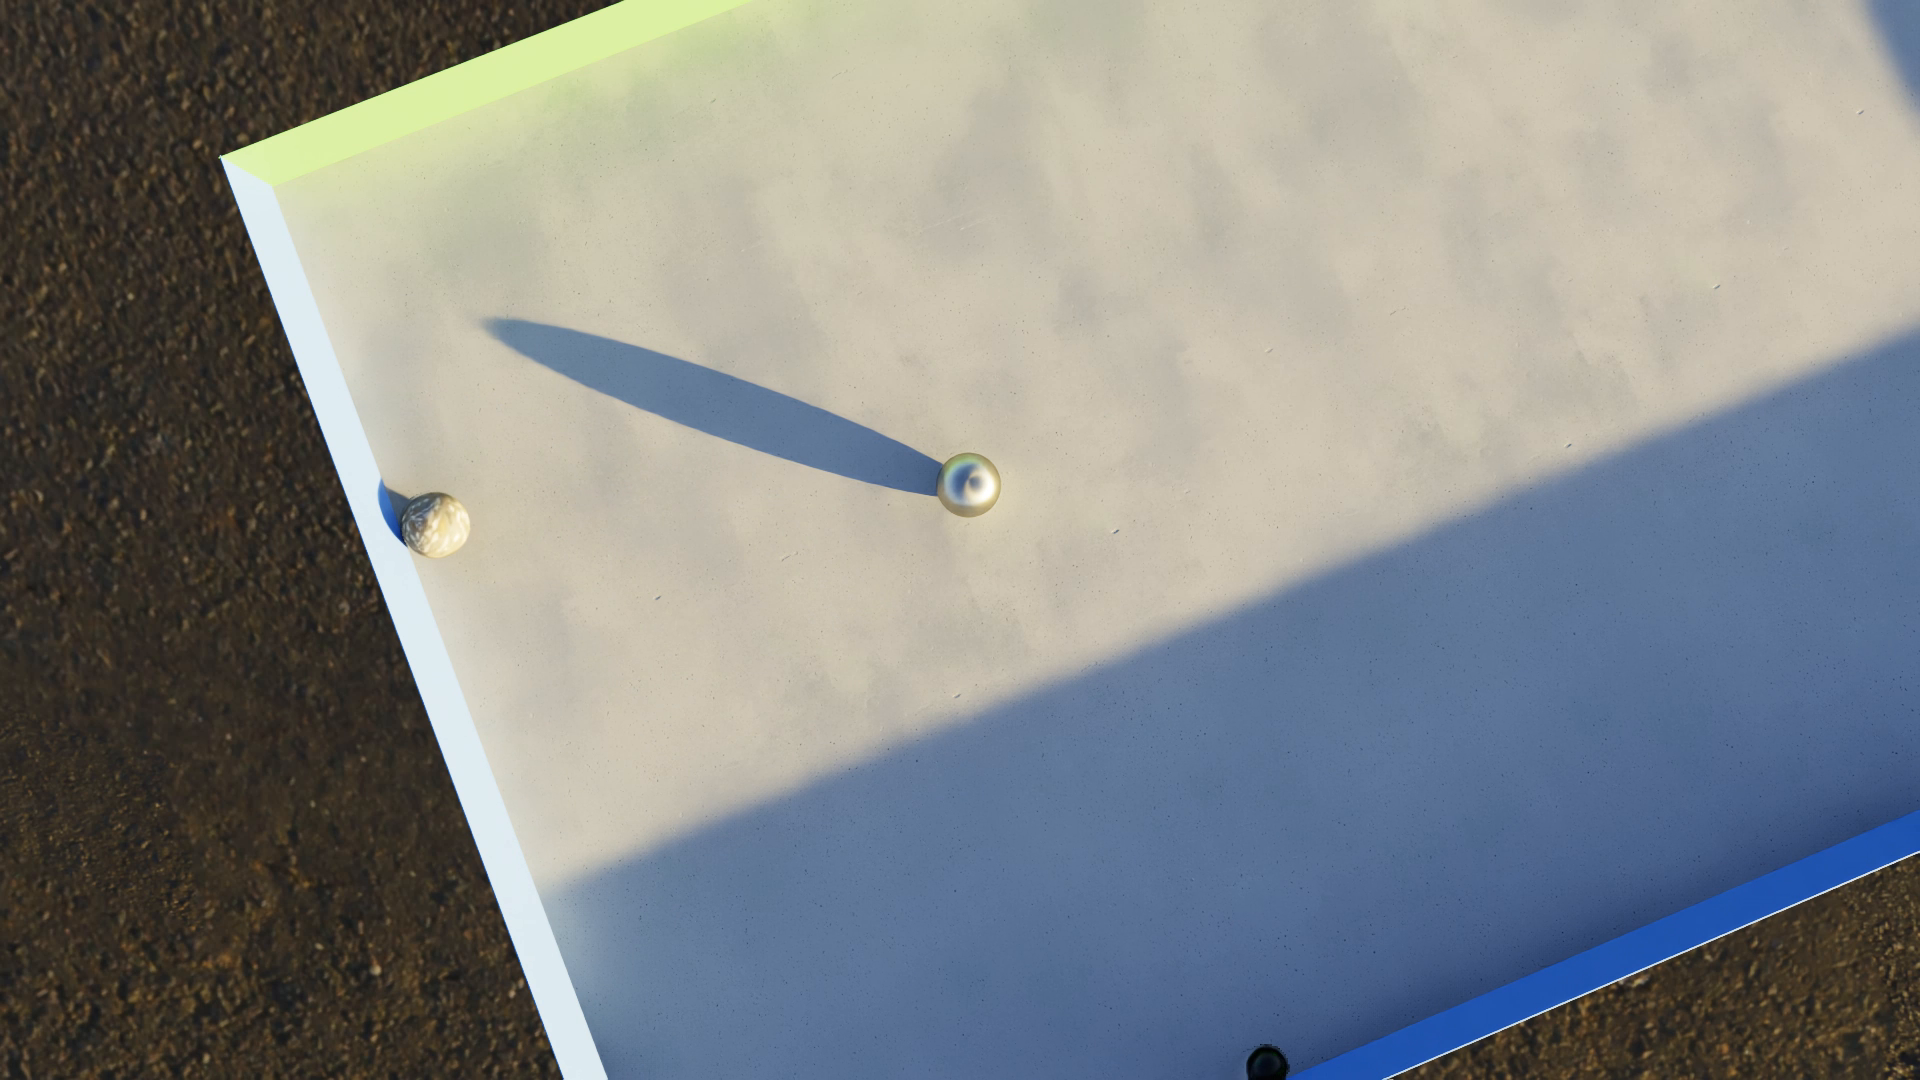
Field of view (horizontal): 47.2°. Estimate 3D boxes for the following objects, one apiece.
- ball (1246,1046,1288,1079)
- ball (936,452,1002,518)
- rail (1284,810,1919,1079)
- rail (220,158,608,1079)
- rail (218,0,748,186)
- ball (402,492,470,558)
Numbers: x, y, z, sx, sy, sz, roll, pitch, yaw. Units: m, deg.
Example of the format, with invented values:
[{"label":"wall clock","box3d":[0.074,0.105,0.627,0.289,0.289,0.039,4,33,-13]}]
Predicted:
[{"label":"ball","box3d":[0.441,0.758,3.160,0.059,0.059,0.059,0,81,0]},{"label":"ball","box3d":[0.013,-0.082,3.272,0.097,0.097,0.097,0,81,0]},{"label":"rail","box3d":[1.092,0.534,3.159,3.219,0.128,0.045,-22,82,-3]},{"label":"rail","box3d":[-0.723,0.290,3.197,0.045,0.128,1.880,-22,82,-3]},{"label":"rail","box3d":[0.397,-1.142,3.420,3.219,0.128,0.045,-22,82,-3]},{"label":"ball","box3d":[-0.777,-0.022,3.262,0.099,0.099,0.099,0,81,0]}]
